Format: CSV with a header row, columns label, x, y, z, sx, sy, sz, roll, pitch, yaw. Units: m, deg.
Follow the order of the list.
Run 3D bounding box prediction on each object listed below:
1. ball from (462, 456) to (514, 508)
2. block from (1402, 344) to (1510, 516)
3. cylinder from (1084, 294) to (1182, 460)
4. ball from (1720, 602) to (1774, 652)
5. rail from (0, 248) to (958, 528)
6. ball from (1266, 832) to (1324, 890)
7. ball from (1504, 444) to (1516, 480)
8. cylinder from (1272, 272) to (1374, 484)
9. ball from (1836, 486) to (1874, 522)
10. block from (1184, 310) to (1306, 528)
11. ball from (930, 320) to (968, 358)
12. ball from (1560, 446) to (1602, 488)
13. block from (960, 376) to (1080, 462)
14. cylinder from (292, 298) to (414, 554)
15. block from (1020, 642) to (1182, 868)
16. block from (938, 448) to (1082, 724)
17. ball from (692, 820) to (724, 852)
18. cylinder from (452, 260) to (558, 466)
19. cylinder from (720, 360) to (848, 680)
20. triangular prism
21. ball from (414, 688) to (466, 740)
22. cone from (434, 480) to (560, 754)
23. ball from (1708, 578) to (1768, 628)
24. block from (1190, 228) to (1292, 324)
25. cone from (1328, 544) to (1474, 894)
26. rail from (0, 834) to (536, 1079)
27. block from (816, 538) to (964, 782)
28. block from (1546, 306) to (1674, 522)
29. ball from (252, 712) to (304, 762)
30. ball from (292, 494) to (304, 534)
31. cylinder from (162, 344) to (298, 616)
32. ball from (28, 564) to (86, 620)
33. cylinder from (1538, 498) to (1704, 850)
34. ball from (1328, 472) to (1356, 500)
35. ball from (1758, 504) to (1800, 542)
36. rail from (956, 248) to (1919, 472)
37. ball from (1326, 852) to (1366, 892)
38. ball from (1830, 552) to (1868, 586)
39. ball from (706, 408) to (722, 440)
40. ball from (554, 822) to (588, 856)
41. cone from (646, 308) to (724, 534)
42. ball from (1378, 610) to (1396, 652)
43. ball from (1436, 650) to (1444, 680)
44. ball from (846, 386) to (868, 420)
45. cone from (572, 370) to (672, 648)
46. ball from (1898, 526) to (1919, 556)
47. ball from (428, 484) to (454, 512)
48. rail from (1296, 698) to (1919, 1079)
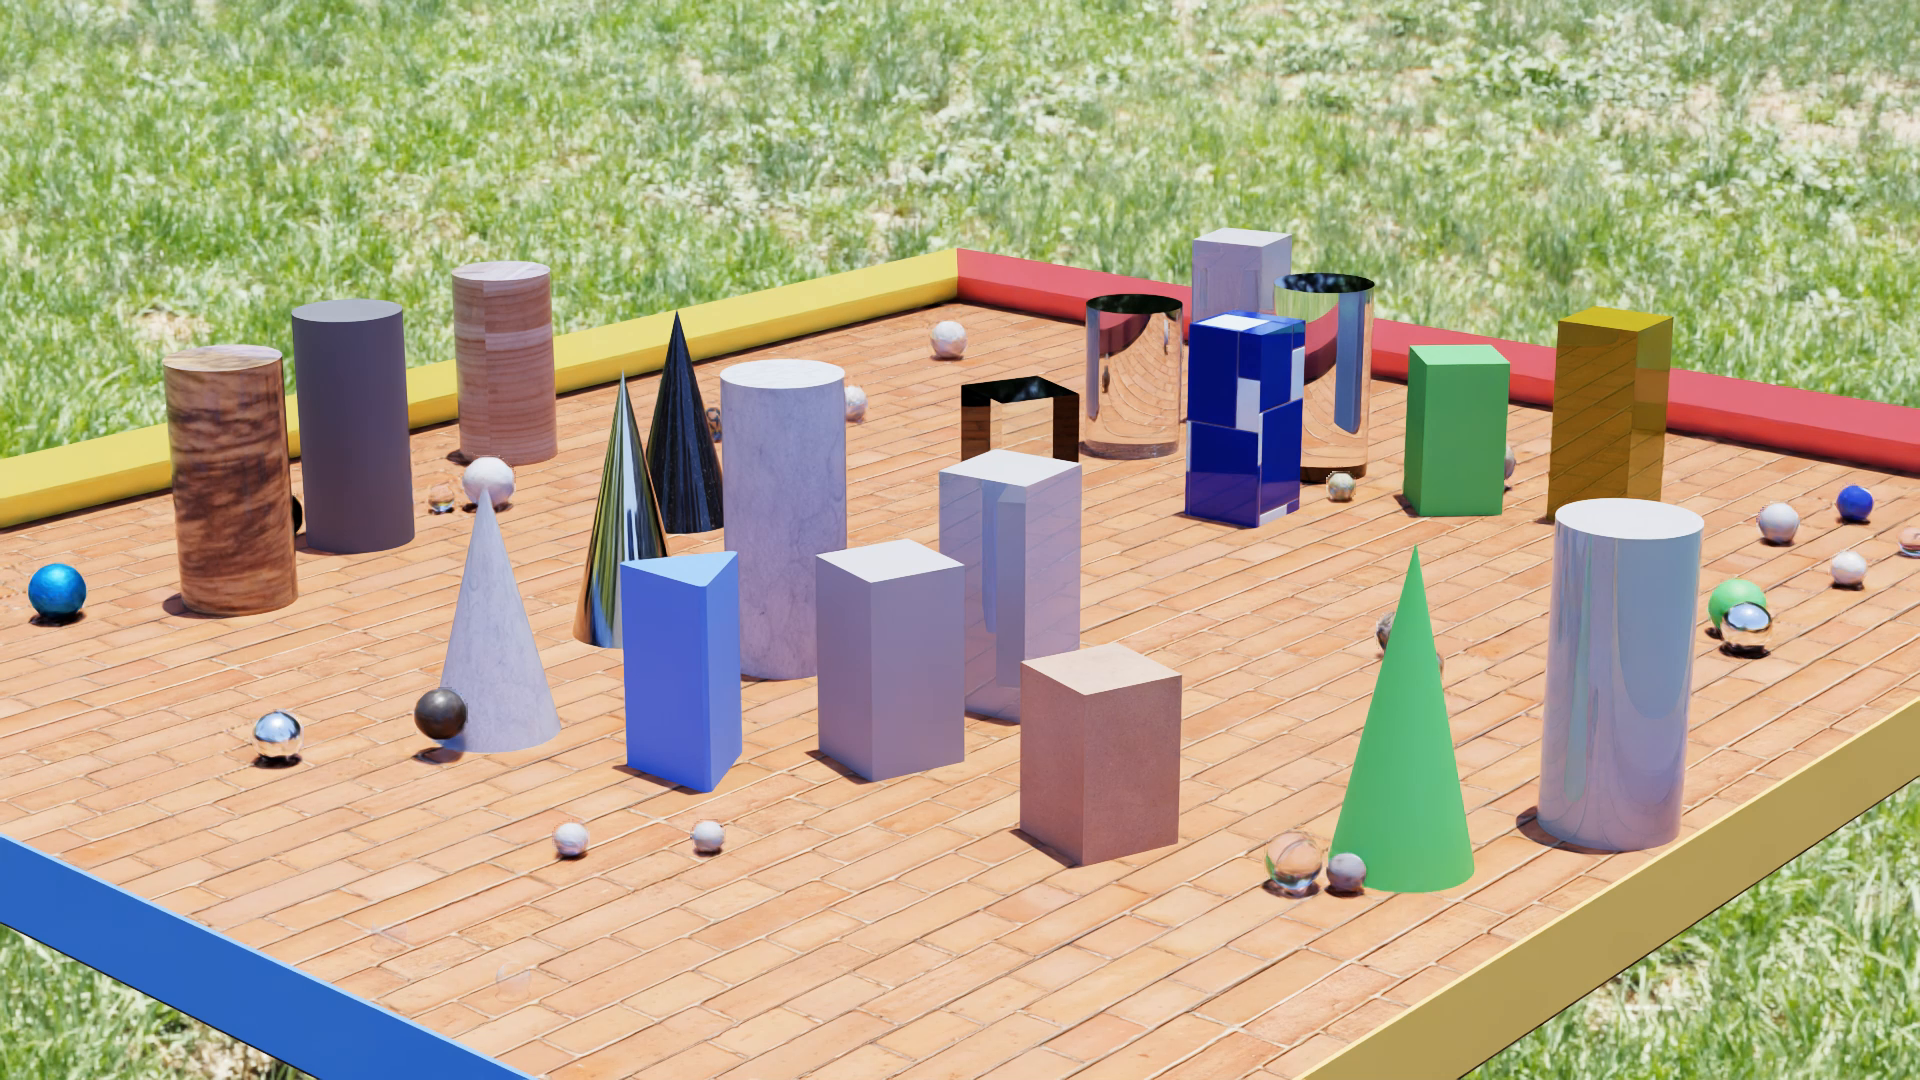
label,x,y,z,sx,sy,sz,roll,pitch,yaw
ball,-0.909,-0.111,5.652,0.099,0.099,0.099,0,17,0
block,0.954,-0.212,5.642,0.159,0.298,0.159,-1,17,-3
cylinder,0.358,-0.339,6.055,0.199,0.303,0.199,0,17,0
ball,1.297,0.143,4.833,0.084,0.084,0.084,0,17,0
rail,-1.217,-0.272,6.132,0.045,0.129,3.738,14,22,39
ball,0.445,0.426,3.906,0.077,0.077,0.077,0,17,0
ball,1.052,-0.155,5.786,0.088,0.088,0.088,0,17,0
cylinder,0.722,-0.325,5.866,0.199,0.385,0.199,0,17,0
ball,1.699,-0.069,5.567,0.068,0.068,0.068,0,17,0
block,0.542,-0.233,5.581,0.159,0.372,0.159,12,21,35
ball,-0.026,-0.469,6.860,0.088,0.088,0.088,0,17,0
ball,1.228,-0.145,5.794,0.083,0.083,0.083,0,17,0
block,0.109,-0.131,5.373,0.159,0.298,0.159,-8,19,-26
cylinder,-1.117,-0.211,5.404,0.199,0.433,0.199,0,17,0
block,0.193,0.294,4.049,0.159,0.248,0.159,-10,19,-30
block,0.078,0.070,4.564,0.159,0.380,0.159,11,20,33
ball,-0.345,0.407,4.027,0.043,0.043,0.043,0,17,0
cylinder,-0.929,-0.361,5.987,0.199,0.385,0.199,0,17,0
cylinder,-0.282,-0.035,4.737,0.199,0.481,0.199,0,17,0
triangular prism,-0.379,0.183,4.303,0.172,0.313,0.149,14,22,39
ball,-0.774,0.260,4.368,0.077,0.077,0.077,0,17,0
cone,-0.711,0.099,4.431,0.199,0.402,0.199,0,17,0
ball,1.304,0.112,4.917,0.095,0.095,0.095,0,17,0
block,0.600,-0.454,6.276,0.159,0.395,0.159,9,19,28
cone,0.600,0.221,3.925,0.199,0.459,0.199,0,17,0
rail,-1.210,0.434,3.786,3.271,0.129,0.045,14,22,39
block,-0.103,0.176,4.340,0.159,0.306,0.159,-10,20,-31
block,1.227,-0.228,5.538,0.159,0.389,0.159,12,21,35
ball,-1.014,0.292,4.354,0.075,0.075,0.075,0,17,0
ball,-1.267,-0.046,5.436,0.098,0.098,0.098,0,17,0
cylinder,-1.255,-0.104,5.050,0.199,0.432,0.199,0,17,0
ball,-1.539,0.088,4.998,0.095,0.095,0.095,0,17,0
cylinder,0.913,0.185,4.065,0.199,0.448,0.199,0,17,0
ball,0.742,-0.104,5.708,0.053,0.053,0.053,0,17,0
ball,1.518,-0.032,5.435,0.073,0.073,0.073,0,17,0
rail,1.210,-0.369,6.454,3.271,0.129,0.045,14,22,39
ball,0.514,0.442,3.897,0.053,0.053,0.053,0,17,0
ball,1.570,0.051,5.176,0.063,0.063,0.063,0,17,0
ball,-0.515,-0.243,6.142,0.069,0.069,0.069,0,17,0
ball,-0.532,0.410,4.015,0.046,0.046,0.046,0,17,0
cone,-0.528,-0.236,5.528,0.199,0.410,0.199,0,17,0
ball,0.723,0.154,4.810,0.077,0.077,0.077,0,17,0
ball,0.719,0.204,4.622,0.089,0.089,0.089,0,17,0
ball,-0.234,-0.294,6.303,0.074,0.074,0.074,0,17,0
cone,-0.555,-0.064,4.885,0.199,0.452,0.199,0,17,0
ball,1.743,0.002,5.357,0.053,0.053,0.053,0,17,0
ball,-0.997,-0.081,5.635,0.052,0.052,0.052,0,17,0
rail,1.217,0.337,4.108,0.045,0.129,3.738,14,22,39
